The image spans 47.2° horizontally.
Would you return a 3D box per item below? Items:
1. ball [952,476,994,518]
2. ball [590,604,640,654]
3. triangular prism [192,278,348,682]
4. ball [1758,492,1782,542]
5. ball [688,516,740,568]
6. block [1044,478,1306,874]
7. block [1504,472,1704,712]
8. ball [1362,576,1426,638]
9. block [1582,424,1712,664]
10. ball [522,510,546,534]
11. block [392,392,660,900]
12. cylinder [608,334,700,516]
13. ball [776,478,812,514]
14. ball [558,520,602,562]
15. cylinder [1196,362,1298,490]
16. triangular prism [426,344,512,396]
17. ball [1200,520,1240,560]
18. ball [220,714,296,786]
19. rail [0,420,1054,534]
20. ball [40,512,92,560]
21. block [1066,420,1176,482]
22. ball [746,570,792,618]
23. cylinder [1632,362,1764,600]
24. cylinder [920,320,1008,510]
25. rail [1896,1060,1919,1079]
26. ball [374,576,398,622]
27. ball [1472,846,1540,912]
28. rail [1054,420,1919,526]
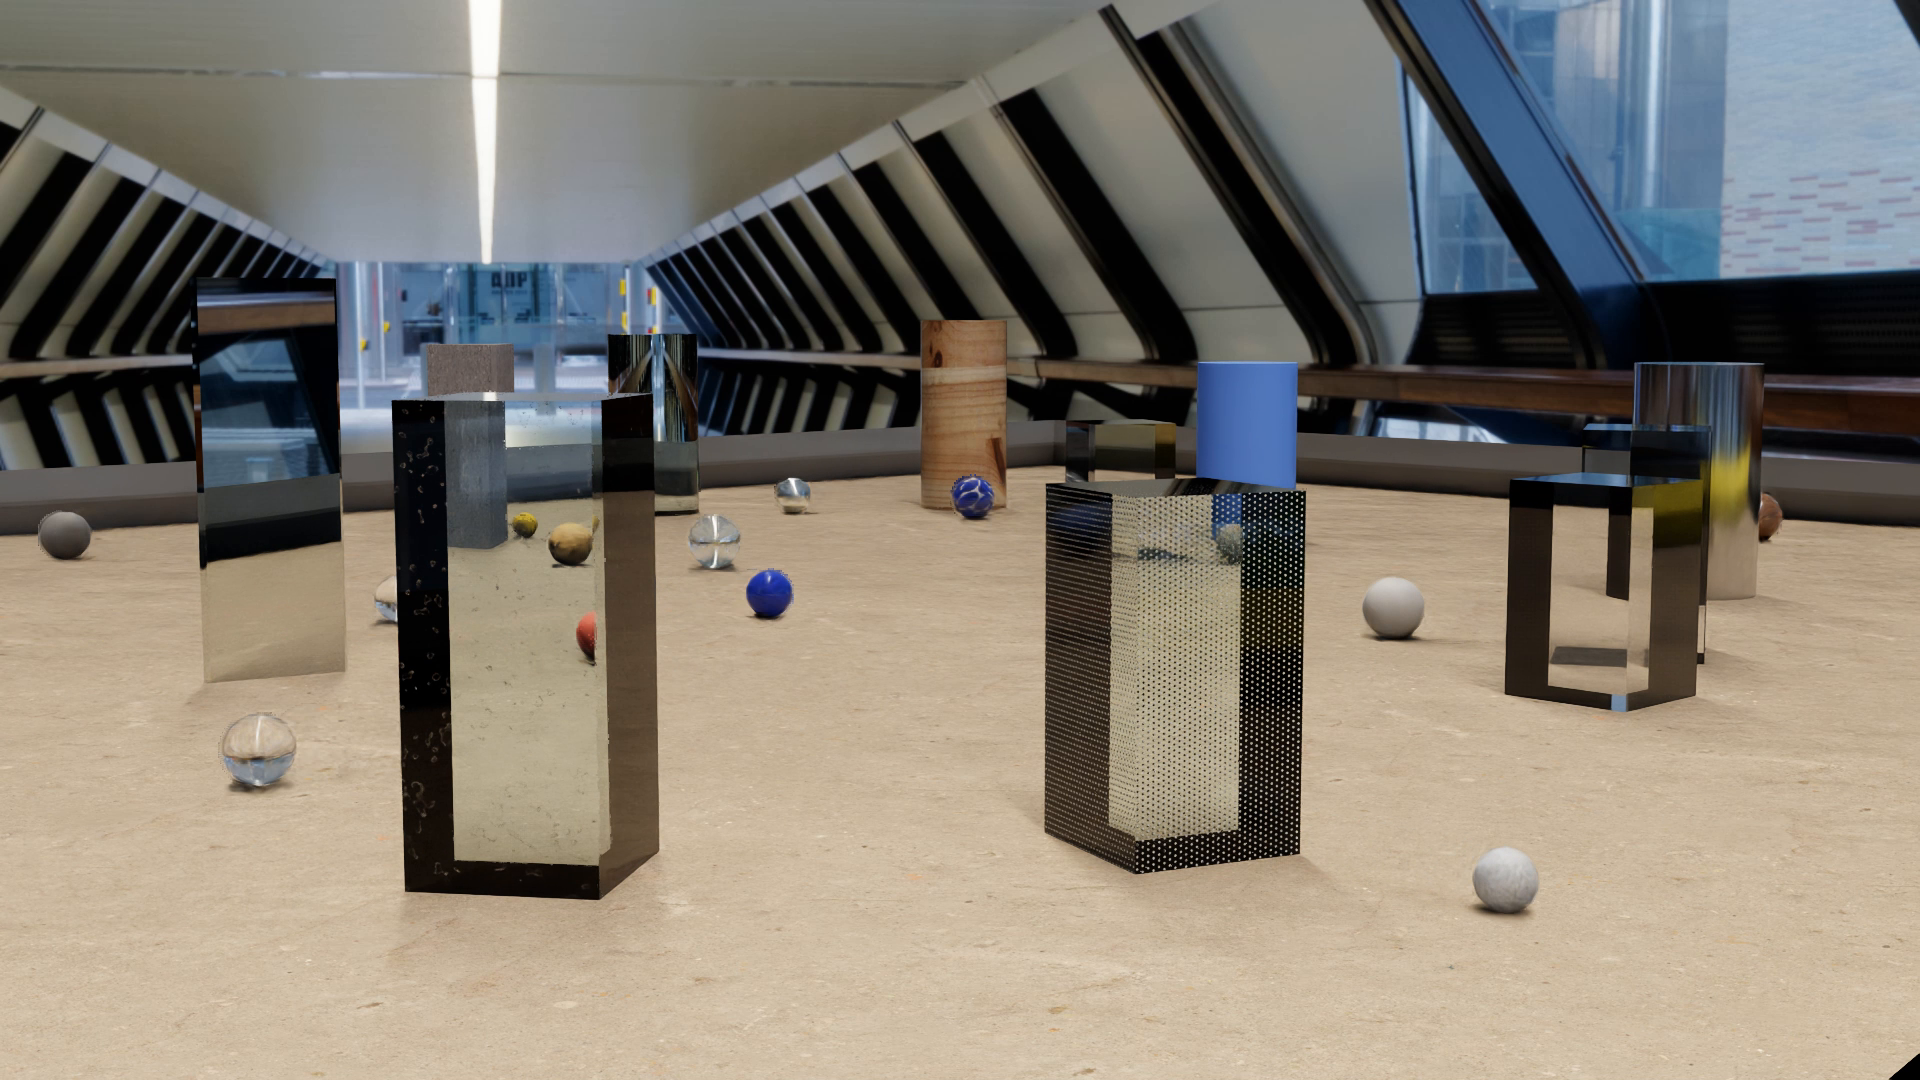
[{"bbox_3d":[0.029,-0.090,4.688,0.090,0.090,0.090,0,6,0],"label":"ball"},{"bbox_3d":[-0.447,0.115,2.853,0.065,0.065,0.065,0,6,0],"label":"ball"},{"bbox_3d":[-0.867,-0.080,2.711,0.168,0.482,0.146,-4,7,-31],"label":"triangular prism"},{"bbox_3d":[1.530,-0.045,4.227,0.095,0.095,0.095,0,6,0],"label":"ball"},{"bbox_3d":[-0.424,0.003,3.801,0.090,0.090,0.090,0,6,0],"label":"ball"},{"bbox_3d":[0.176,0.105,1.825,0.155,0.299,0.155,-3,7,-25],"label":"block"},{"bbox_3d":[0.741,0.055,2.533,0.155,0.250,0.155,-6,8,-43],"label":"block"},{"bbox_3d":[0.589,0.092,2.985,0.084,0.084,0.084,0,6,0],"label":"ball"},{"bbox_3d":[0.887,0.001,2.849,0.155,0.293,0.155,2,6,18],"label":"block"},{"bbox_3d":[-0.844,-0.035,4.359,0.049,0.049,0.049,0,6,0],"label":"ball"},{"bbox_3d":[-0.337,0.076,1.731,0.155,0.377,0.155,1,6,9],"label":"block"},{"bbox_3d":[-0.670,-0.255,4.814,0.194,0.391,0.194,0,6,0],"label":"cylinder"},{"bbox_3d":[-0.364,-0.097,4.809,0.078,0.078,0.078,0,6,0],"label":"ball"},{"bbox_3d":[-0.671,0.001,3.885,0.076,0.076,0.076,0,6,0],"label":"ball"},{"bbox_3d":[0.559,-0.176,4.296,0.194,0.341,0.194,0,6,0],"label":"cylinder"},{"bbox_3d":[-0.907,-0.187,4.232,0.168,0.378,0.146,3,7,30],"label":"triangular prism"},{"bbox_3d":[0.464,0.000,3.917,0.071,0.071,0.071,0,6,0],"label":"ball"},{"bbox_3d":[-0.657,0.196,2.062,0.068,0.068,0.068,0,6,0],"label":"ball"},{"bbox_3d":[-1.363,-0.121,4.801,4.491,0.126,0.045,-5,8,-42],"label":"rail"},{"bbox_3d":[-1.597,-0.008,3.927,0.086,0.086,0.086,0,6,0],"label":"ball"},{"bbox_3d":[0.293,-0.097,4.042,0.155,0.239,0.155,-2,6,-17],"label":"block"},{"bbox_3d":[-0.277,0.078,3.191,0.068,0.068,0.068,0,6,0],"label":"ball"},{"bbox_3d":[1.152,-0.096,3.448,0.194,0.360,0.194,0,6,0],"label":"cylinder"},{"bbox_3d":[0.009,-0.284,4.953,0.194,0.420,0.194,0,6,0],"label":"cylinder"},{"bbox_3d":[1.363,0.187,1.863,4.491,0.126,0.045,-5,8,-42],"label":"rail"},{"bbox_3d":[-0.804,0.083,3.148,0.066,0.066,0.066,0,6,0],"label":"ball"},{"bbox_3d":[0.405,0.252,1.631,0.048,0.048,0.048,0,6,0],"label":"ball"},{"bbox_3d":[1.633,-0.124,4.830,0.045,0.126,4.066,-5,8,-42],"label":"rail"}]
